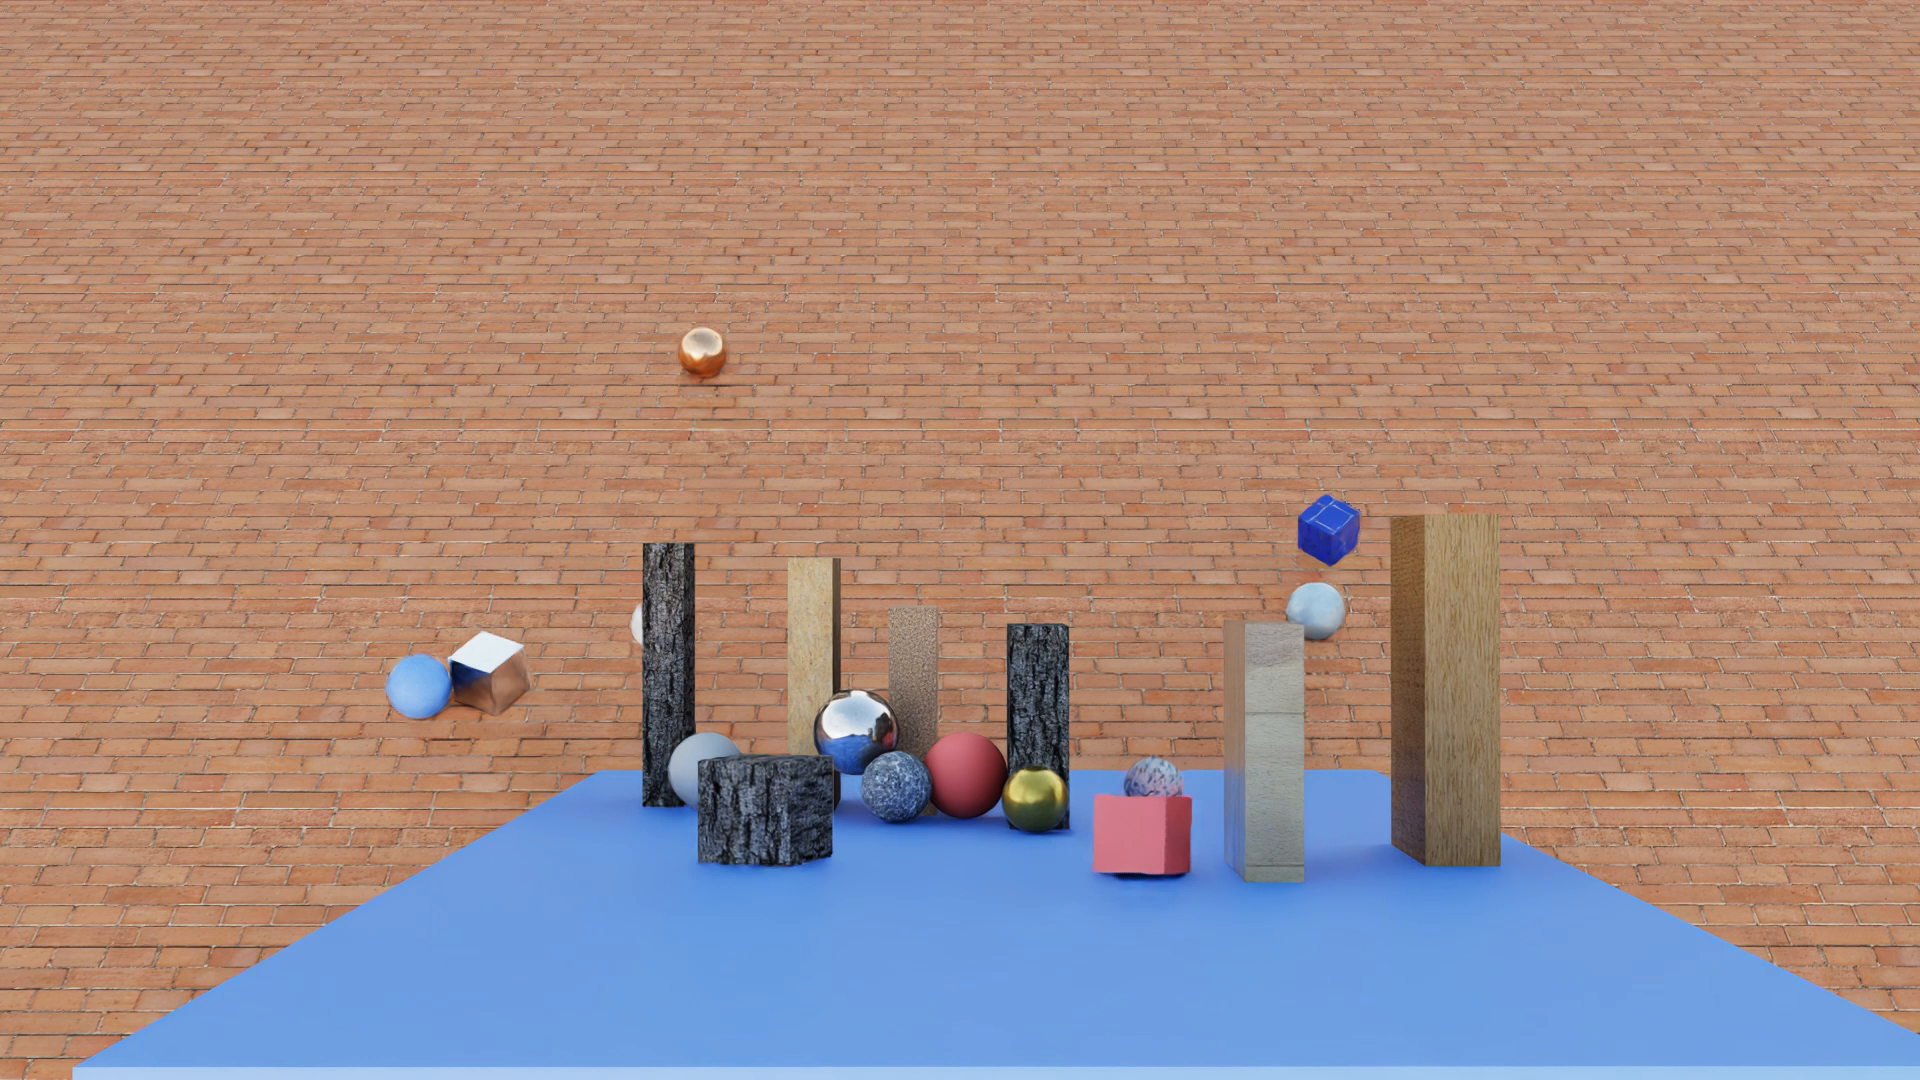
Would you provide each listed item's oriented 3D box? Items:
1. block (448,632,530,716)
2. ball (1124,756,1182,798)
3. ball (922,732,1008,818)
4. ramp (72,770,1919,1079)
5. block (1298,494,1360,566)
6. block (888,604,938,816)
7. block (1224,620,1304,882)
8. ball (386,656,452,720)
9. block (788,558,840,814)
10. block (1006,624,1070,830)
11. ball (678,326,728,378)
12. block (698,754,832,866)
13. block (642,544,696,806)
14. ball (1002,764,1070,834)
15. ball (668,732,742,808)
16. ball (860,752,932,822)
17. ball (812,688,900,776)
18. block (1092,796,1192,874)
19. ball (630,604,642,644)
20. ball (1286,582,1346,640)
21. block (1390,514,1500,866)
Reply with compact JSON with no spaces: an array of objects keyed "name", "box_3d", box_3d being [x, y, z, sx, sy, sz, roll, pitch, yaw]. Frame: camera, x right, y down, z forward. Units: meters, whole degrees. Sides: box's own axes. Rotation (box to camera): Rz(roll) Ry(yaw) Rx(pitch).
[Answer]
[{"name":"block","box_3d":[-1.289,0.366,7.097,0.146,0.146,0.146,17,37,26]},{"name":"ball","box_3d":[0.409,0.521,5.480,0.123,0.123,0.123,0,32,0]},{"name":"ball","box_3d":[0.009,0.491,5.408,0.181,0.181,0.181,0,32,0]},{"name":"ramp","box_3d":[0.071,0.624,4.711,2.000,0.100,4.000,0,-1,0]},{"name":"block","box_3d":[1.086,-0.029,7.639,0.128,0.128,0.128,33,56,33]},{"name":"block","box_3d":[-0.101,0.365,5.699,0.101,0.438,0.443,0,-1,0]},{"name":"block","box_3d":[0.523,0.356,4.482,0.098,0.429,0.350,0,-1,0]},{"name":"ball","box_3d":[-1.466,0.399,7.025,0.173,0.173,0.173,0,32,0]},{"name":"block","box_3d":[-0.318,0.312,5.685,0.094,0.544,0.391,0,-1,0]},{"name":"block","box_3d":[0.159,0.378,5.340,0.119,0.406,0.321,0,-1,0]},{"name":"ball","box_3d":[-0.863,-0.630,8.691,0.169,0.169,0.169,0,32,0]},{"name":"block","box_3d":[-0.349,0.483,4.650,0.181,0.181,0.181,0,-1,21]},{"name":"block","box_3d":[-0.651,0.297,5.804,0.090,0.578,0.246,0,-1,0]},{"name":"ball","box_3d":[0.149,0.511,5.111,0.134,0.134,0.134,0,32,0]},{"name":"ball","box_3d":[-0.548,0.500,5.615,0.168,0.168,0.168,0,32,0]},{"name":"ball","box_3d":[-0.131,0.507,5.325,0.146,0.146,0.146,0,32,0]},{"name":"ball","box_3d":[-0.217,0.401,5.415,0.182,0.182,0.182,0,32,0]},{"name":"block","box_3d":[0.310,0.500,4.400,0.128,0.128,0.128,-1,-6,25]},{"name":"ball","box_3d":[-0.856,0.237,7.311,0.146,0.146,0.146,0,32,0]},{"name":"ball","box_3d":[1.010,0.201,7.352,0.165,0.165,0.165,0,32,0]},{"name":"block","box_3d":[0.881,0.265,4.719,0.132,0.616,0.360,0,-1,0]}]
